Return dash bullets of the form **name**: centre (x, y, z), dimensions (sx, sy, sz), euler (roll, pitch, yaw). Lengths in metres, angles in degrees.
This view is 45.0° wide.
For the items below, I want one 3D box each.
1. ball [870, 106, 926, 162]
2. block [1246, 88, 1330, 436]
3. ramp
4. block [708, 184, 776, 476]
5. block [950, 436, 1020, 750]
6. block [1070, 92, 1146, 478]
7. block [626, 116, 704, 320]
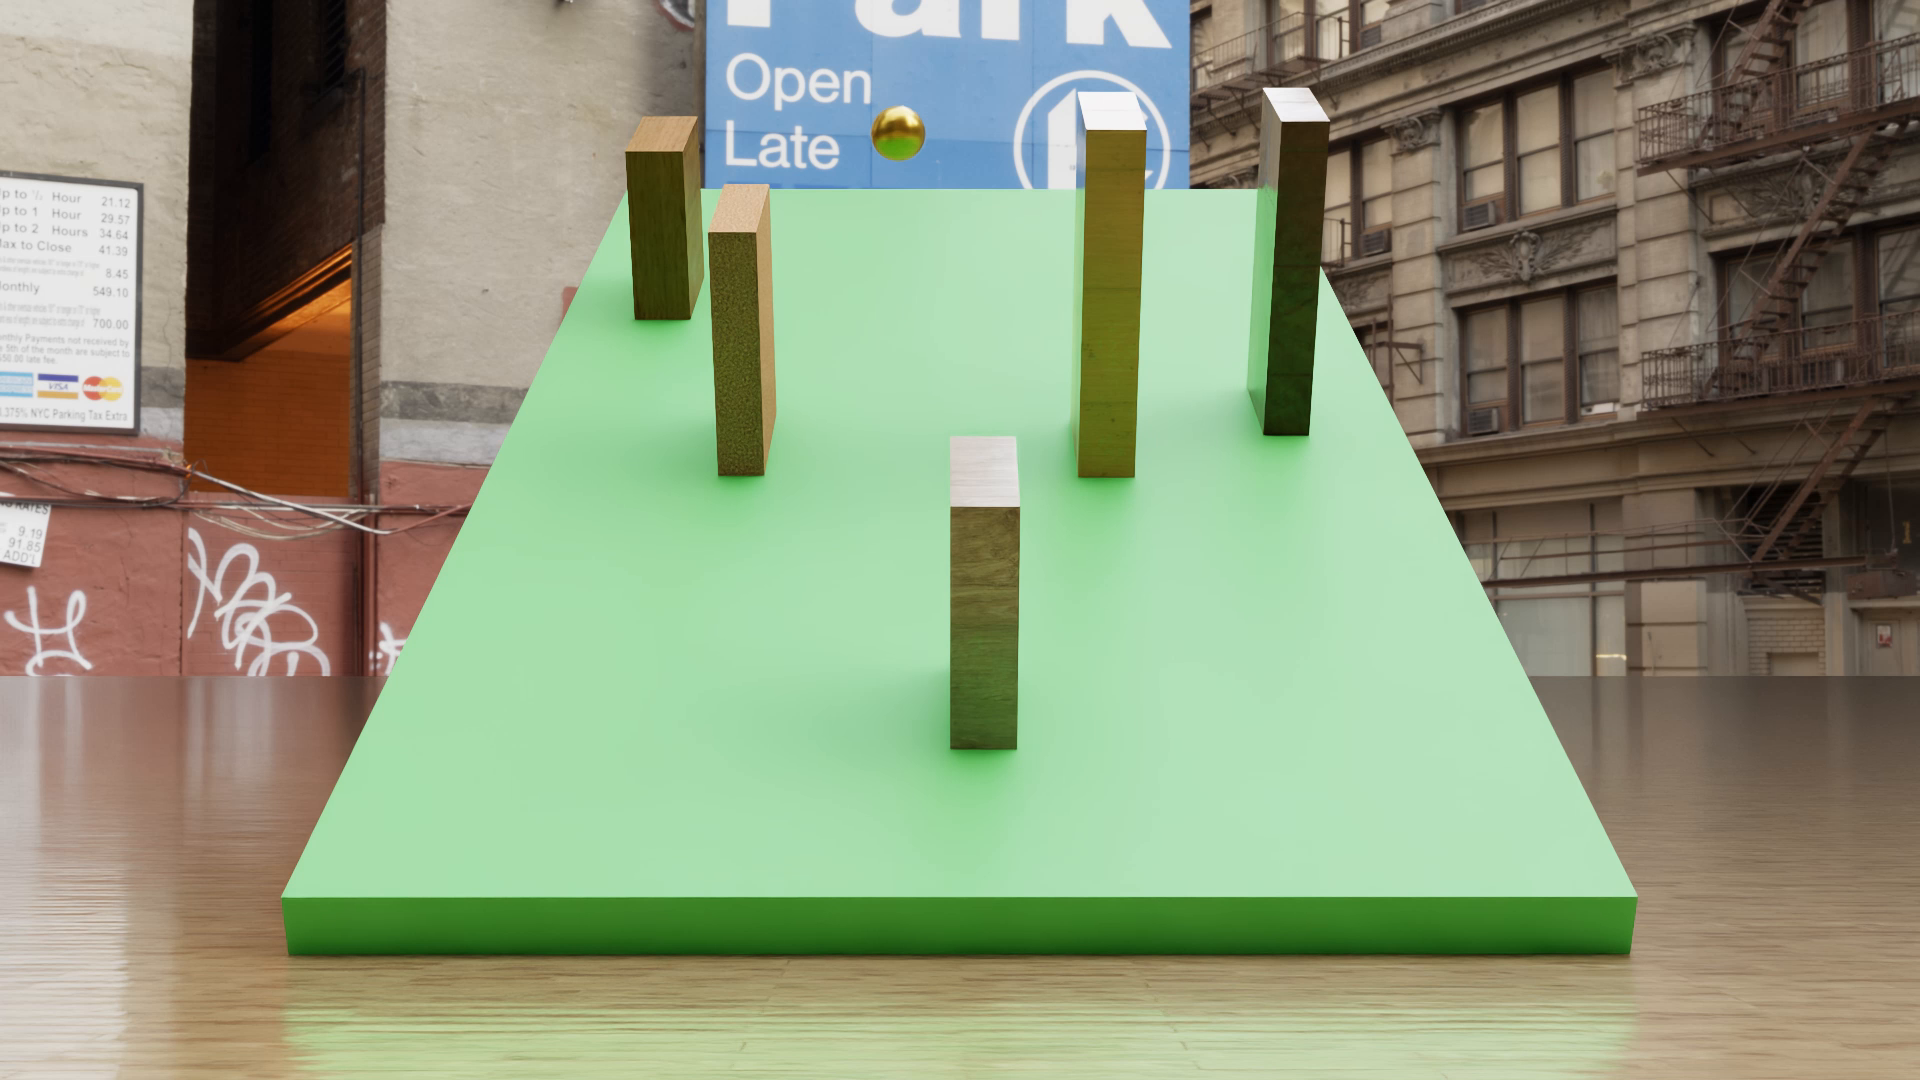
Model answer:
- **ball**: centre (-0.183, -1.207, 6.886), dimensions (0.163, 0.163, 0.163), euler (0, -3, 0)
- **block**: centre (0.727, -0.620, 5.168), dimensions (0.102, 0.707, 0.316), euler (0, 24, 0)
- **ramp**: centre (-0.008, -0.227, 5.272), dimensions (2.000, 0.100, 4.000), euler (0, 24, 0)
- **block**: centre (-0.466, -0.458, 5.005), dimensions (0.099, 0.535, 0.379), euler (0, 24, 0)
- **block**: centre (0.039, 0.085, 3.887), dimensions (0.111, 0.435, 0.308), euler (0, 24, 0)
- **block**: centre (0.311, -0.544, 4.938), dimensions (0.121, 0.749, 0.336), euler (0, 24, 0)
- **block**: centre (-0.758, -0.836, 5.994), dimensions (0.142, 0.436, 0.372), euler (0, 24, 0)
